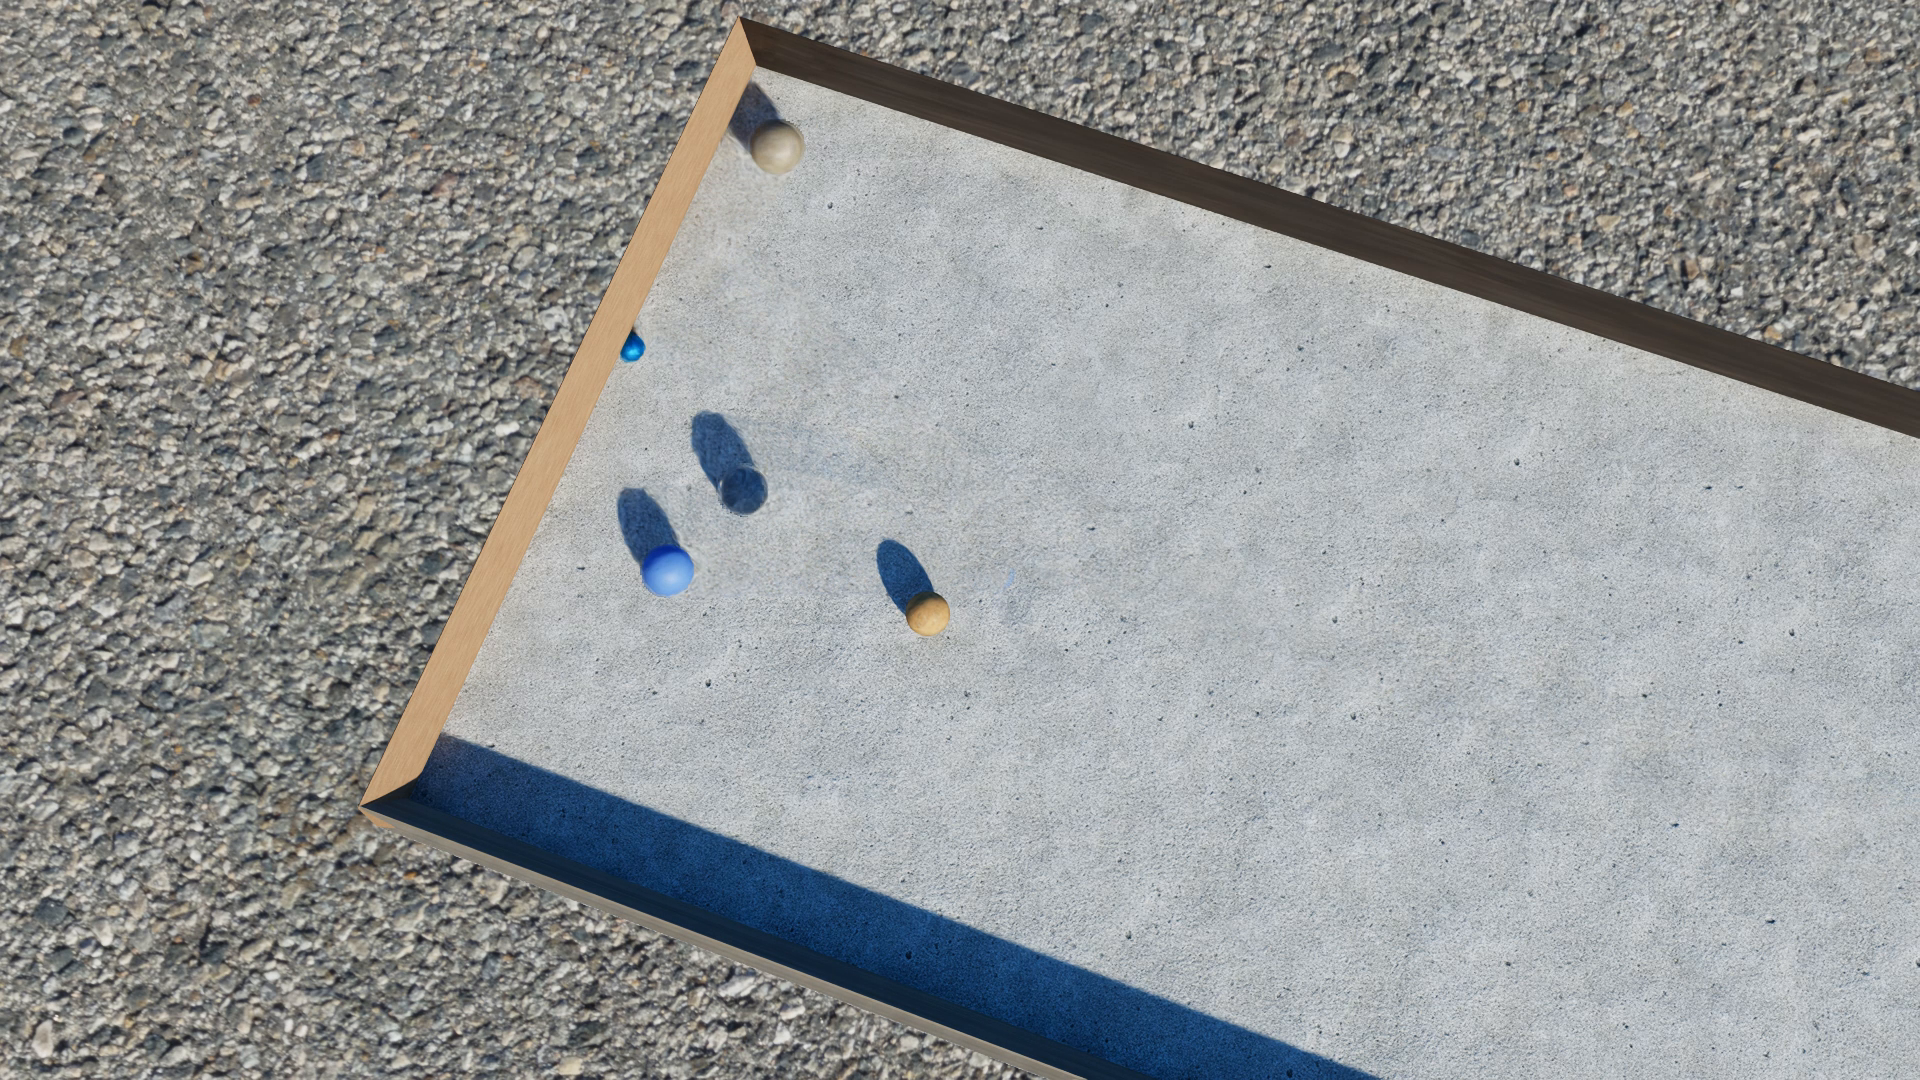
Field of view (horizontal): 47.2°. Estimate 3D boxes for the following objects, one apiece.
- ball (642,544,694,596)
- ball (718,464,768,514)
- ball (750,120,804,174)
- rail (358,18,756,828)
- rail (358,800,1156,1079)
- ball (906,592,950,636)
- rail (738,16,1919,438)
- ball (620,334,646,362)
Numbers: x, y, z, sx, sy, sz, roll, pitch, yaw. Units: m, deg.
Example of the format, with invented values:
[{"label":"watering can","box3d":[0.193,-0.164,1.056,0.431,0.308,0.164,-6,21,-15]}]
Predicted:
[{"label":"ball","box3d":[-0.457,0.047,3.444,0.080,0.080,0.080,0,69,0]},{"label":"ball","box3d":[-0.343,-0.080,3.493,0.079,0.079,0.079,0,69,0]},{"label":"ball","box3d":[-0.310,-0.663,3.713,0.090,0.090,0.090,0,69,0]},{"label":"rail","box3d":[-0.608,-0.220,3.526,0.045,0.117,1.464,19,70,7]},{"label":"rail","box3d":[0.384,0.828,3.120,2.690,0.117,0.045,19,70,7]},{"label":"ball","box3d":[-0.050,0.115,3.423,0.070,0.070,0.070,0,69,0]},{"label":"rail","box3d":[0.877,-0.411,3.600,2.690,0.117,0.045,19,70,7]},{"label":"ball","box3d":[-0.538,-0.315,3.603,0.044,0.044,0.044,0,69,0]}]
